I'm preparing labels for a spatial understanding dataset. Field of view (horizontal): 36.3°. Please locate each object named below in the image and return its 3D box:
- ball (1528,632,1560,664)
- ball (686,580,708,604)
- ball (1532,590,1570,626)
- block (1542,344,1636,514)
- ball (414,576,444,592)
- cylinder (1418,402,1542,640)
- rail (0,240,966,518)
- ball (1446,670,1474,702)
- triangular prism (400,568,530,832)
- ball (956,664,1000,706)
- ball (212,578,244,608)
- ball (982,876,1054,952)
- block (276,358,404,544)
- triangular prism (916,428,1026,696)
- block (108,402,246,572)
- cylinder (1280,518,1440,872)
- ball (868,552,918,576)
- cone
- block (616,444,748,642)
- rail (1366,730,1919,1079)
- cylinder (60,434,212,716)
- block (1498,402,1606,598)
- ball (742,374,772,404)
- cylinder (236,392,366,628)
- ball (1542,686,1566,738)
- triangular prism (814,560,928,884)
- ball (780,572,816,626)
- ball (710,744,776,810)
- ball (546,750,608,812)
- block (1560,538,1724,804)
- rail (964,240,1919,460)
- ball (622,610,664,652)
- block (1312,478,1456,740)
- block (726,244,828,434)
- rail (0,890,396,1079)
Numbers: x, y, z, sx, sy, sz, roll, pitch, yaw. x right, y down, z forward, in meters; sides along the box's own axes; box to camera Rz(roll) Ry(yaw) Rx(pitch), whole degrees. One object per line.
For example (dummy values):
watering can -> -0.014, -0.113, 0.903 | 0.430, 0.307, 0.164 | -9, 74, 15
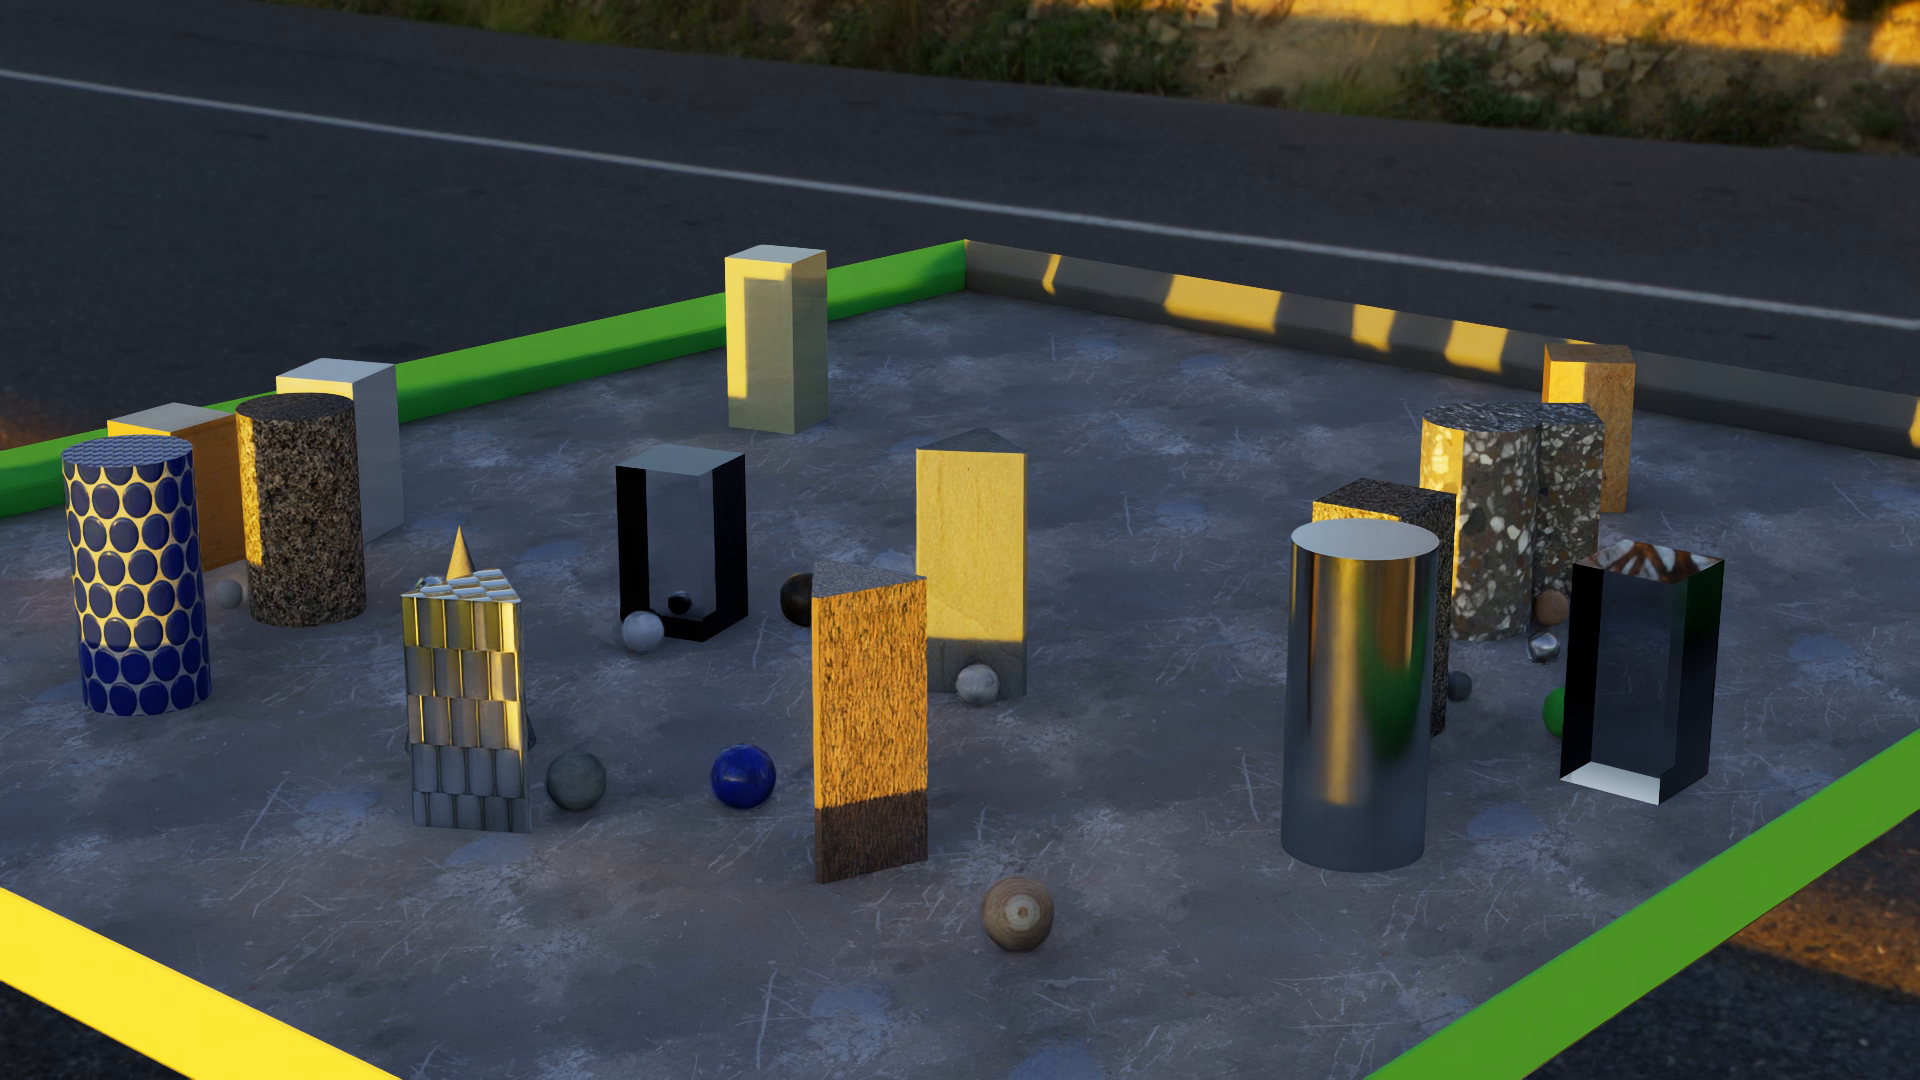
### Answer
ball -> 0.953, 0.176, 4.782 | 0.050, 0.050, 0.050 | 0, 17, 0
ball -> -0.455, 0.091, 5.080 | 0.041, 0.041, 0.041 | 0, 17, 0
ball -> 1.000, 0.115, 4.964 | 0.062, 0.062, 0.062 | 0, 17, 0
block -> 1.208, -0.217, 5.664 | 0.158, 0.294, 0.158 | 2, 17, 7
ball -> -0.912, 0.090, 5.054 | 0.057, 0.057, 0.057 | 0, 17, 0
cylinder -> 0.870, -0.032, 4.935 | 0.197, 0.360, 0.197 | 0, 17, 0
rail -> -1.259, -0.283, 6.166 | 0.045, 0.128, 3.929 | 14, 22, 39
ball -> 0.781, 0.230, 4.606 | 0.048, 0.048, 0.048 | 0, 17, 0
triangular prism -> -0.671, 0.222, 4.130 | 0.171, 0.338, 0.148 | 3, 17, 10
ball -> 0.028, 0.227, 4.584 | 0.067, 0.067, 0.067 | 0, 17, 0
ball -> -1.263, 0.092, 5.058 | 0.051, 0.051, 0.051 | 0, 17, 0
ball -> 0.074, 0.474, 3.717 | 0.093, 0.093, 0.093 | 0, 17, 0
block -> -1.154, -0.166, 5.469 | 0.158, 0.308, 0.158 | 6, 18, 18
triangular prism -> 0.028, 0.032, 4.658 | 0.171, 0.397, 0.148 | 2, 17, 7
block -> -1.409, -0.090, 5.280 | 0.158, 0.271, 0.158 | 10, 20, 31
cylinder -> 0.543, 0.210, 3.991 | 0.197, 0.442, 0.197 | 0, 17, 0
ball -> -0.115, 0.069, 5.042 | 0.098, 0.098, 0.098 | 0, 17, 0
cone -> -0.740, 0.142, 4.384 | 0.197, 0.344, 0.197 | 0, 17, 0
block -> -0.467, 0.003, 4.944 | 0.158, 0.288, 0.158 | 8, 18, 24
rail -> 1.259, 0.348, 4.073 | 0.045, 0.128, 3.929 | 14, 22, 39
cylinder -> -1.285, 0.053, 4.582 | 0.197, 0.400, 0.197 | 0, 17, 0
block -> 1.028, -0.071, 5.146 | 0.158, 0.312, 0.158 | 0, 17, 1
ball -> -0.445, -0.331, 6.430 | 0.070, 0.070, 0.070 | 0, 17, 0
cylinder -> -1.123, -0.053, 5.003 | 0.197, 0.361, 0.197 | 0, 17, 0
ball -> 0.924, 0.262, 4.438 | 0.084, 0.084, 0.084 | 0, 17, 0
triangular prism -> -0.154, 0.237, 3.969 | 0.171, 0.402, 0.148 | -10, 19, -30
ball -> -0.259, 0.100, 4.958 | 0.093, 0.093, 0.093 | 0, 17, 0
ball -> -0.309, 0.336, 4.174 | 0.093, 0.093, 0.093 | 0, 17, 0
ball -> -0.545, 0.342, 4.166 | 0.087, 0.087, 0.087 | 0, 17, 0
block -> 0.988, 0.189, 4.252 | 0.158, 0.331, 0.158 | 13, 21, 38
rail -> 1.272, -0.391, 6.523 | 3.382, 0.128, 0.045 | 14, 22, 39
ball -> -0.523, 0.151, 4.831 | 0.071, 0.071, 0.071 | 0, 17, 0
block -> 0.632, 0.117, 4.414 | 0.158, 0.376, 0.158 | 11, 20, 33
block -> -0.388, -0.428, 6.238 | 0.158, 0.366, 0.158 | 8, 18, 24
rail -> -1.272, 0.455, 3.717 | 3.382, 0.128, 0.045 | 14, 22, 39
